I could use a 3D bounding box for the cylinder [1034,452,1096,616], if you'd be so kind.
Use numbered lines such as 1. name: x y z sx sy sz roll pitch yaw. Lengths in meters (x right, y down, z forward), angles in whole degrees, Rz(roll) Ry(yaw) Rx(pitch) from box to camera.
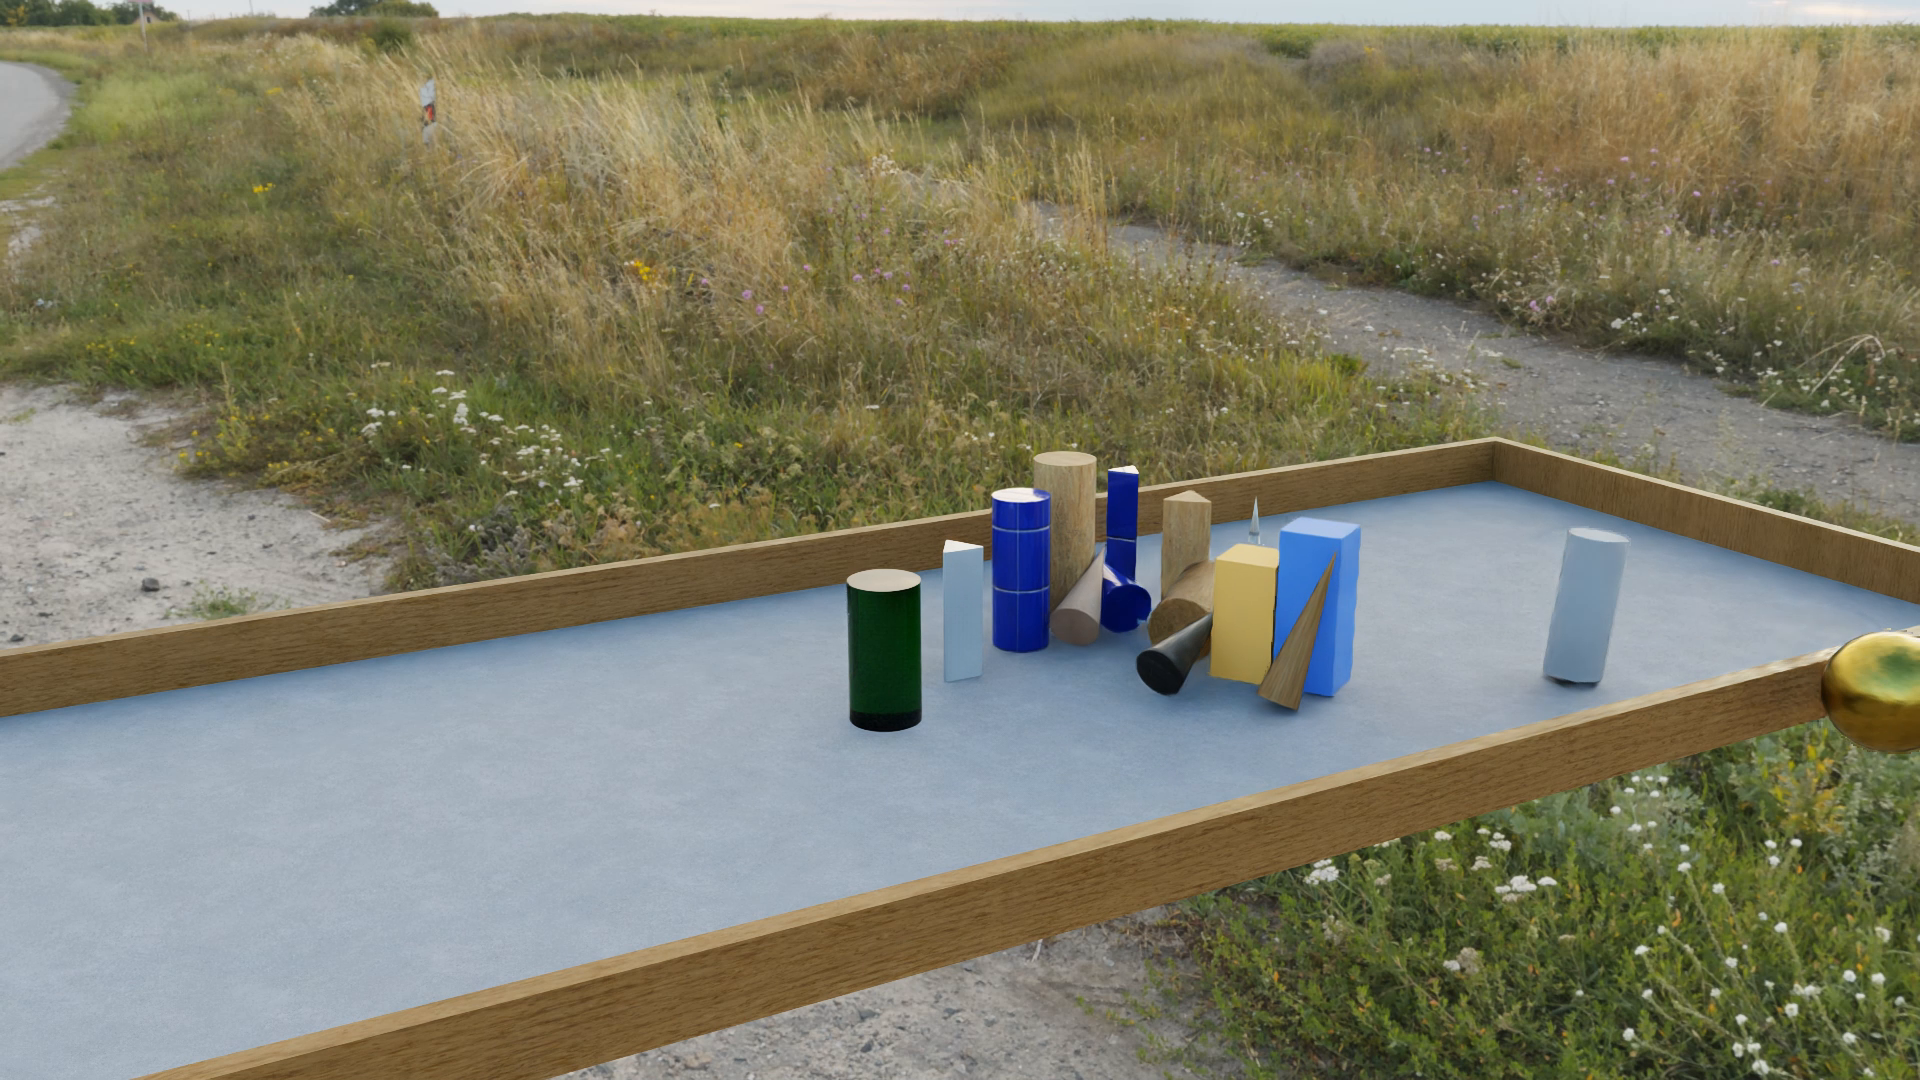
1. cylinder: 0.286 -0.002 4.550 0.171 0.458 0.171 0 16 0

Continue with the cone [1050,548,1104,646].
1. cone: 0.351 0.124 4.464 0.137 0.137 0.327 6 43 19

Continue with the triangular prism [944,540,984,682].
1. triangular prism: -0.011 0.175 4.158 0.109 0.340 0.094 -8 18 -26

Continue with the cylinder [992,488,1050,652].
1. cylinder: 0.161 0.079 4.361 0.154 0.407 0.154 0 16 0

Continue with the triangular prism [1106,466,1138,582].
1. triangular prism: 0.491 -0.039 4.860 0.094 0.353 0.081 8 18 26

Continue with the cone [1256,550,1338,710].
1. cone: 0.832 0.203 3.947 0.107 0.397 0.107 21 2 -1

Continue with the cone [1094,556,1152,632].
1. cone: 0.409 0.110 4.605 0.150 0.150 0.333 -4 28 -13

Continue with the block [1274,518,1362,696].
1. block: 0.882 0.163 4.083 0.154 0.400 0.154 9 17 29

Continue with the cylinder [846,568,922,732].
1. cylinder: -0.176 0.257 3.869 0.172 0.344 0.172 0 16 0

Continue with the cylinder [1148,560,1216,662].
1. cylinder: 0.627 0.189 4.399 0.177 0.177 0.347 6 17 18

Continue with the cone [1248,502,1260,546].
1. cone: 0.763 0.088 4.308 0.109 0.422 0.109 0 16 0

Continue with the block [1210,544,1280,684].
1. block: 0.742 0.187 4.173 0.158 0.308 0.158 9 19 29

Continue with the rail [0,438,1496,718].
1. rail: -3.305 0.497 3.399 12.000 0.150 0.050 -9 18 -27

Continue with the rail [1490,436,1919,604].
1. rail: 2.466 -0.048 5.253 0.050 0.150 2.100 -9 18 -27

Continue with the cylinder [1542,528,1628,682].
1. cylinder: 1.553 0.162 4.098 0.142 0.357 0.142 6 13 -1

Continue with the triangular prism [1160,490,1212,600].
1. triangular prism: 0.636 0.039 4.614 0.129 0.340 0.112 4 18 13

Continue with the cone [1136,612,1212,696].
1. cone: 0.584 0.244 4.131 0.130 0.130 0.326 13 38 38

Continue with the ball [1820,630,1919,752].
1. ball: 2.024 0.330 3.593 0.264 0.264 0.264 0 16 0

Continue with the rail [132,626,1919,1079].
1. rail: -2.336 1.006 1.665 12.000 0.150 0.050 -9 18 -27
